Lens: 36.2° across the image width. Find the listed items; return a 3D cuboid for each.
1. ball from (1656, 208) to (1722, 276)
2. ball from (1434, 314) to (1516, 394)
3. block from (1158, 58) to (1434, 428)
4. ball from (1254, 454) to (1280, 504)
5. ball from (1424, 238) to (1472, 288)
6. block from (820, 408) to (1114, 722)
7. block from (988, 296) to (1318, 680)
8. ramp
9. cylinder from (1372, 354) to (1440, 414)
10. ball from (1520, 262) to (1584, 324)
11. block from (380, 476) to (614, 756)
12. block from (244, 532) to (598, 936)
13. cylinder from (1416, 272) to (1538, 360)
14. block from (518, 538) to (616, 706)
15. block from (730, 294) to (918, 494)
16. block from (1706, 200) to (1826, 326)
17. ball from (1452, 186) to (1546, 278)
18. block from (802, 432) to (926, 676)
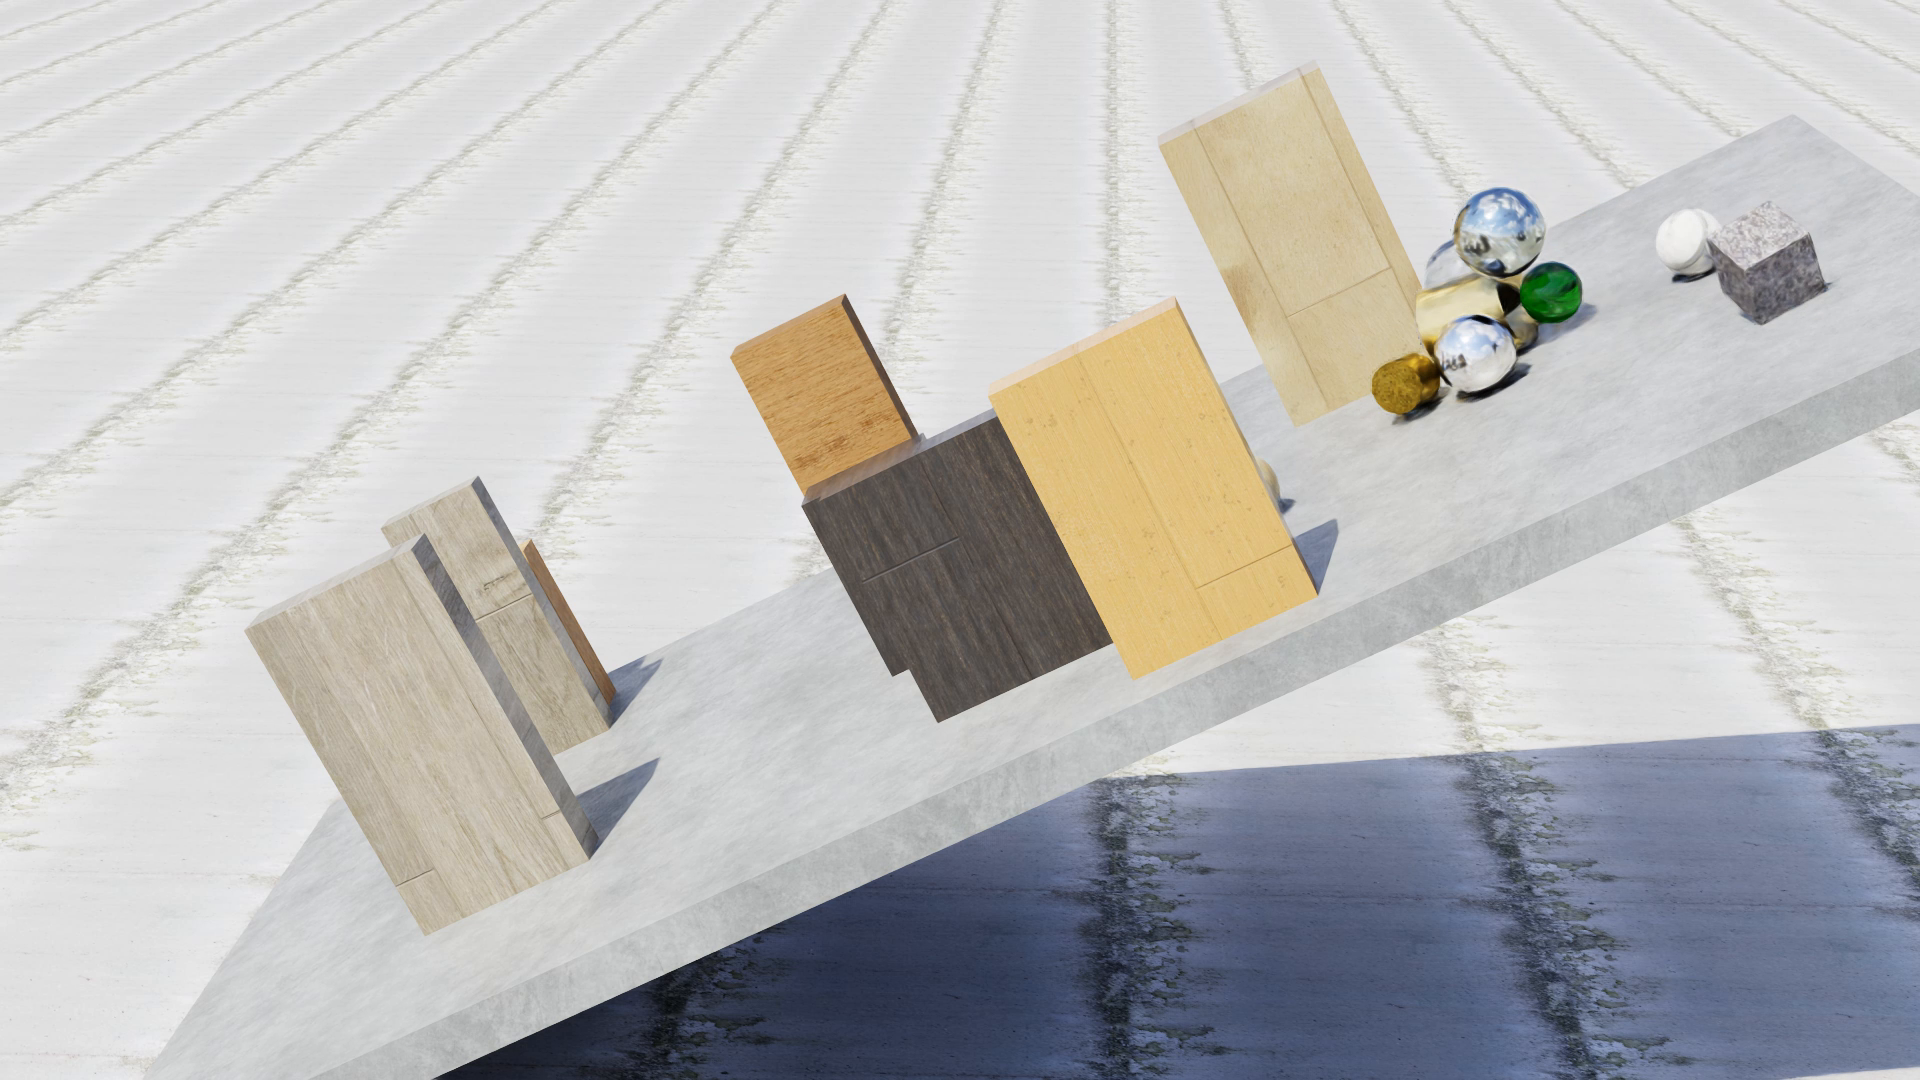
[{"bbox_3d":[1.497,-0.610,6.025,0.139,0.139,0.139,0,17,0],"label":"ball"},{"bbox_3d":[1.046,-0.378,5.981,0.165,0.165,0.165,0,17,0],"label":"ball"},{"bbox_3d":[0.750,-0.642,6.396,0.377,0.691,0.144,-25,14,10],"label":"block"},{"bbox_3d":[0.562,-0.098,5.897,0.157,0.157,0.157,0,17,0],"label":"ball"},{"bbox_3d":[1.121,-0.573,6.475,0.198,0.198,0.198,0,17,0],"label":"ball"},{"bbox_3d":[0.020,0.047,5.670,0.389,0.500,0.089,-25,14,10],"label":"block"},{"bbox_3d":[0.352,-0.091,5.335,0.371,0.596,0.098,-25,14,10],"label":"block"},{"bbox_3d":[0.139,0.168,6.281,4.000,0.100,2.000,-25,14,10],"label":"ramp"},{"bbox_3d":[0.923,-0.324,6.088,0.109,0.109,0.109,9,16,28],"label":"cylinder"},{"bbox_3d":[1.231,-0.515,6.122,0.130,0.130,0.130,0,17,0],"label":"ball"},{"bbox_3d":[-1.077,0.198,6.877,0.242,0.664,0.084,-25,14,10],"label":"block"},{"bbox_3d":[-1.092,0.401,6.001,0.390,0.737,0.120,-25,14,10],"label":"block"},{"bbox_3d":[1.086,-0.468,6.179,0.189,0.189,0.189,-19,5,32],"label":"cylinder"},{"bbox_3d":[-1.101,0.273,7.141,0.355,0.433,0.106,-25,14,10],"label":"block"},{"bbox_3d":[-0.213,-0.160,6.441,0.271,0.707,0.106,-25,14,10],"label":"block"},{"bbox_3d":[1.519,-0.522,5.546,0.141,0.141,0.141,-30,38,0],"label":"block"},{"bbox_3d":[1.102,-0.628,6.012,0.187,0.187,0.187,0,17,0],"label":"ball"},{"bbox_3d":[-0.109,0.031,6.163,0.274,0.415,0.143,-25,14,10],"label":"block"}]
